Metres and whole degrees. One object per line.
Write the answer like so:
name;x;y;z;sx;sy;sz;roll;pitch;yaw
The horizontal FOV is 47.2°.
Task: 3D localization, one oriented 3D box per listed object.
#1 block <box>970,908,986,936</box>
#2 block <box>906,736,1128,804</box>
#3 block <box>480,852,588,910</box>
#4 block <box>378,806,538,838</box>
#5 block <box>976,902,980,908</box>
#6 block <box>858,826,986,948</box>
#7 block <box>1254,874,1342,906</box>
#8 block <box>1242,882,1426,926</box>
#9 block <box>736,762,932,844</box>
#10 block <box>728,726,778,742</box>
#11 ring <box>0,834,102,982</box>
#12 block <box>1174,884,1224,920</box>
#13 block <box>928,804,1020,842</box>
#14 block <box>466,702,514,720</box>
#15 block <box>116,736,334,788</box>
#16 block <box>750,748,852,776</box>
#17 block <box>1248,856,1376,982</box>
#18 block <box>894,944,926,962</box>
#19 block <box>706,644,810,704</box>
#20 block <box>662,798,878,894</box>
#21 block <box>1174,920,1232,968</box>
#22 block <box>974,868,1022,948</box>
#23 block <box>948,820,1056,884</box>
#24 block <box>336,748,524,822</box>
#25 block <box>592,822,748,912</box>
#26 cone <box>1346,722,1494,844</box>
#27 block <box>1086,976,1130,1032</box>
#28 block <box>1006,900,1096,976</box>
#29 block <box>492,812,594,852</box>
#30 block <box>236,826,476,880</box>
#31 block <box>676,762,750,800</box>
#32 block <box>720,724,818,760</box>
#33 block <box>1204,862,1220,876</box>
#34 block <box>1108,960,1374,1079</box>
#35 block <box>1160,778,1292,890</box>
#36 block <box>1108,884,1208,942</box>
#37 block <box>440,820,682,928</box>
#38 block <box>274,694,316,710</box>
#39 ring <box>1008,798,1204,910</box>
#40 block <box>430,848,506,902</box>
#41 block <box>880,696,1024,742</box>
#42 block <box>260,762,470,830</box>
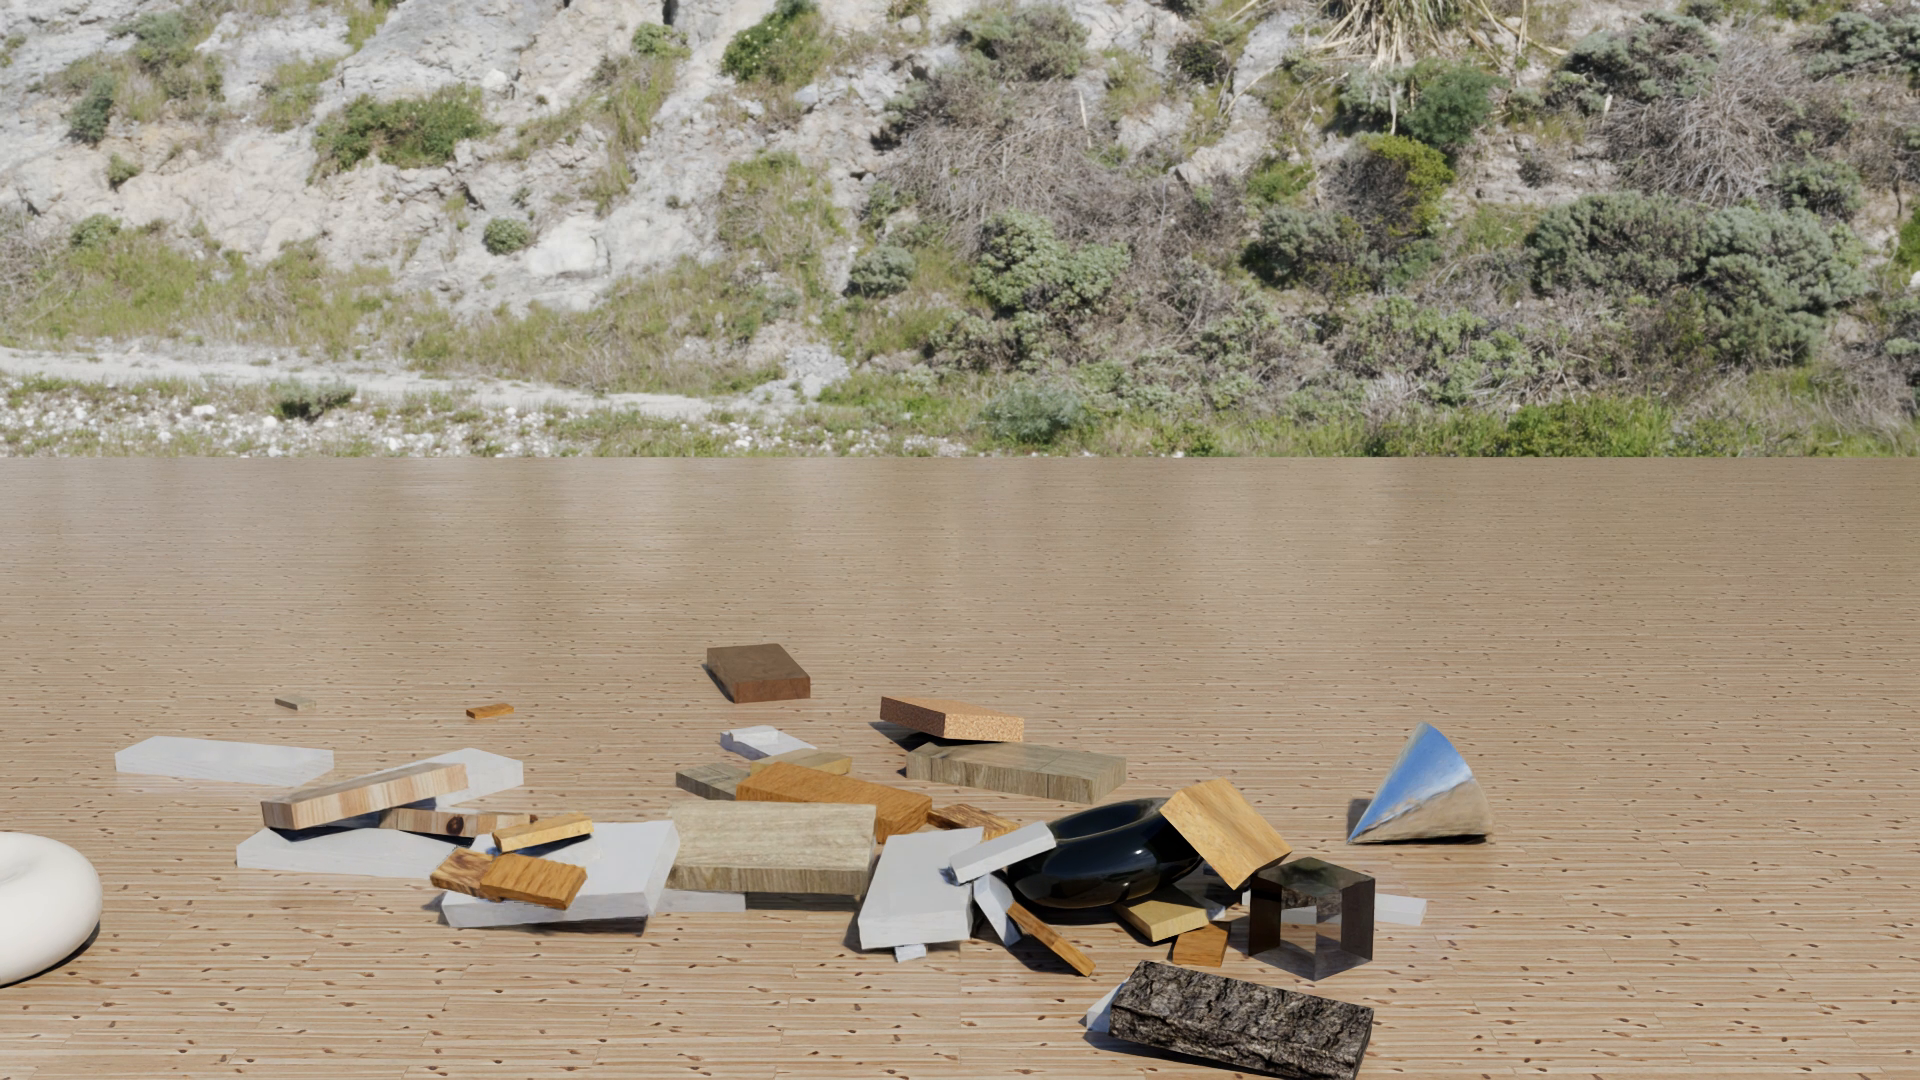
block;0.014;0.610;3.526;0.045;0.013;0.091;3;11;14
block;0.110;0.446;4.310;0.397;0.049;0.172;5;12;26
block;-0.669;0.533;3.447;0.148;0.021;0.074;8;38;17
block;-0.887;0.497;3.885;0.269;0.038;0.135;-1;-6;38
block;0.013;0.588;3.602;0.045;0.013;0.091;0;2;-42
block;-0.055;0.563;3.596;0.167;0.047;0.450;-6;8;5
block;0.554;0.573;3.599;0.126;0.018;0.063;-3;11;-18
block;0.612;0.592;3.599;0.290;0.021;0.073;4;11;20
block;-0.231;0.482;4.041;0.322;0.046;0.161;10;14;22
block;-0.424;0.397;4.509;0.092;0.013;0.046;-3;11;-18
ring;-1.552;0.571;3.377;0.443;0.148;0.443;0;12;0
block;0.367;0.595;3.592;0.063;0.018;0.126;-7;13;-34
block;0.025;0.517;3.999;0.083;0.023;0.166;-8;13;-37
block;-1.025;0.373;4.800;0.092;0.013;0.046;-8;13;-36
block;-1.463;0.439;4.376;0.406;0.038;0.134;3;11;15
block;-0.308;0.442;4.295;0.106;0.030;0.211;9;6;25
block;0.539;0.578;3.368;0.133;0.133;0.133;-9;14;-39
block;-0.080;0.627;3.407;0.045;0.013;0.091;-11;10;-6
block;-0.467;0.305;5.068;0.172;0.049;0.345;-3;11;-16
block;-0.316;0.503;3.612;0.346;0.049;0.173;1;31;3
block;0.377;0.626;3.420;0.073;0.021;0.146;2;11;13
block;0.060;0.571;3.512;0.027;0.096;0.192;-32;9;6
block;0.066;0.500;3.526;0.166;0.023;0.083;-20;10;-6
block;-1.014;0.467;4.206;0.161;0.046;0.322;8;13;38
block;-0.522;0.541;3.645;0.346;0.049;0.173;0;30;0
cone;0.788;0.487;3.936;0.235;0.235;0.235;-29;16;-7
block;0.268;0.668;3.175;0.096;0.027;0.192;6;12;28
block;0.138;0.609;3.365;0.083;0.023;0.166;41;-7;-24
block;-0.672;0.469;3.539;0.148;0.021;0.074;-11;8;-22
block;-0.910;0.545;3.805;0.664;0.038;0.135;2;11;10
block;-0.442;0.473;4.219;0.106;0.030;0.212;-9;14;-39
block;-0.391;0.422;4.490;0.106;0.030;0.211;-7;13;-34
block;0.477;0.558;3.700;0.126;0.018;0.063;4;-1;16
block;0.390;0.666;3.039;0.335;0.047;0.167;9;14;17
block;0.433;0.469;3.544;0.167;0.047;0.335;47;11;15
block;0.314;0.587;3.517;0.096;0.027;0.192;-15;12;-15
block;-0.638;0.535;3.526;0.346;0.049;0.173;-6;31;14
block;-1.473;0.360;4.872;0.092;0.013;0.046;9;14;41
ring;0.243;0.513;3.609;0.343;0.114;0.343;-15;3;1
block;-0.767;0.535;3.513;0.148;0.021;0.074;6;36;32
block;-0.020;0.368;4.534;0.172;0.049;0.345;5;0;-24
block;-1.063;0.455;3.933;0.322;0.046;0.161;-11;3;-36
